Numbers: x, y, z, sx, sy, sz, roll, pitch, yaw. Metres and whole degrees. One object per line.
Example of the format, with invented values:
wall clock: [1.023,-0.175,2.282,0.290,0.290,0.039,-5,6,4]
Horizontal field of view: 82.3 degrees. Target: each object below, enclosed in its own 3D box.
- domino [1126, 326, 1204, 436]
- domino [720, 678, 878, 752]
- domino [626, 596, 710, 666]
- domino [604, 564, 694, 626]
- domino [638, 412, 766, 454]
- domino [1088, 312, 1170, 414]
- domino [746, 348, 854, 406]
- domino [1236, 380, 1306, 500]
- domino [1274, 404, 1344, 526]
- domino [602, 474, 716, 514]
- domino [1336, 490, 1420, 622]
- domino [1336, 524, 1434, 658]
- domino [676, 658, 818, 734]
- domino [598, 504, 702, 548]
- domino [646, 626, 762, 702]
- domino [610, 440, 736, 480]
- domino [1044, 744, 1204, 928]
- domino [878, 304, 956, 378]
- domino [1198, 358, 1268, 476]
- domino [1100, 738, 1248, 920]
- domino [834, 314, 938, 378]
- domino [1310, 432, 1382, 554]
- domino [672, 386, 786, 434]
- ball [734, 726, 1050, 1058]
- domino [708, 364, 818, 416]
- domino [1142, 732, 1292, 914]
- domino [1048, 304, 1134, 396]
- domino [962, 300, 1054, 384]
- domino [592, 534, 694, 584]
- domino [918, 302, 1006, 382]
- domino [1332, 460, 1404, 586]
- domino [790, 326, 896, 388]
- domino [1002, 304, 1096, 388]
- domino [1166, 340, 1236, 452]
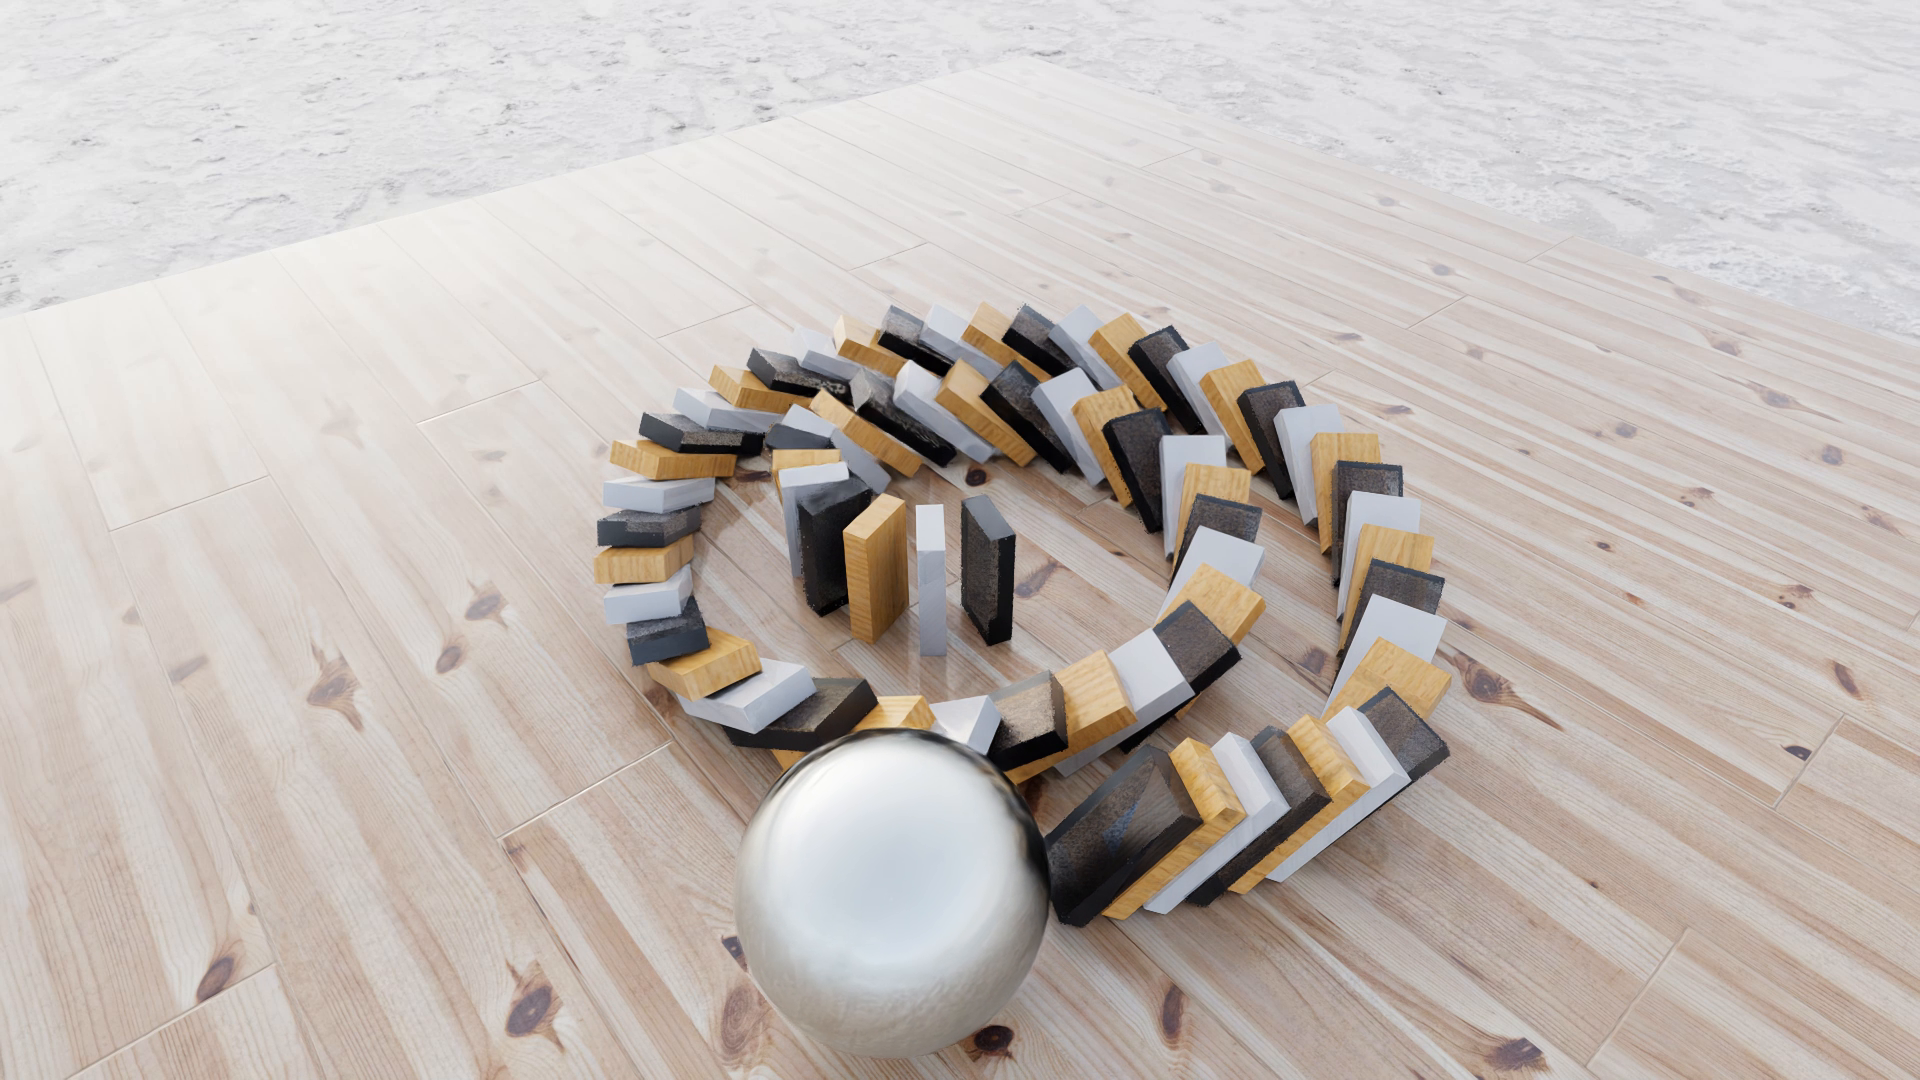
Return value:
domino: [0.104,-0.076,0.517,0.025,0.010,0.050,-27,76,-30]
domino: [-0.053,0.056,0.356,0.050,0.010,0.025,-6,27,44]
domino: [-0.103,0.031,0.386,0.025,0.010,0.050,-13,11,-15]
domino: [-0.113,0.019,0.401,0.025,0.009,0.050,-7,10,-8]
domino: [-0.112,-0.046,0.481,0.025,0.010,0.050,25,16,28]
domino: [0.087,-0.084,0.527,0.025,0.009,0.050,-34,80,-35]
domino: [-0.072,-0.076,0.518,0.050,0.010,0.025,6,28,-43]
domino: [0.143,-0.044,0.479,0.025,0.010,0.050,-13,70,-15]
domino: [0.152,-0.032,0.464,0.025,0.009,0.050,-7,70,-9]
domino: [-0.122,-0.020,0.449,0.025,0.009,0.050,7,10,9]
domino: [0.158,0.007,0.416,0.025,0.010,0.050,9,69,10]
domino: [0.155,0.021,0.400,0.025,0.009,0.050,13,70,15]
domino: [-0.072,0.050,0.364,0.025,0.010,0.050,-33,20,-33]
domino: [-0.121,-0.006,0.433,0.025,0.009,0.050,2,10,2]
domino: [-0.088,0.041,0.374,0.025,0.009,0.050,-25,14,-27]
domino: [-0.121,-0.035,0.467,0.025,0.010,0.050,20,13,23]
domino: [0.044,0.084,0.313,0.009,0.050,0.025,26,26,-34]
domino: [-0.015,-0.095,0.541,0.050,0.009,0.025,25,36,-16]
domino: [0.131,-0.055,0.493,0.025,0.010,0.050,-19,72,-22]
domino: [0.056,0.083,0.315,0.010,0.050,0.025,26,26,-34]
domino: [-0.036,-0.091,0.536,0.050,0.009,0.025,19,32,-25]
domino: [0.159,-0.019,0.448,0.025,0.009,0.050,1,69,1]
domino: [-0.101,-0.057,0.495,0.025,0.009,0.050,32,19,33]
ball: [-0.017,0.088,0.280,0.080,0.080,0.080,0,39,0]
domino: [-0.088,-0.068,0.508,0.050,0.009,0.025,4,28,-46]
domino: [0.068,0.082,0.316,0.010,0.050,0.025,27,25,-35]
domino: [0.069,-0.090,0.535,0.050,0.009,0.025,45,50,4]
domino: [0.027,-0.095,0.541,0.050,0.010,0.025,32,41,-8]
domino: [-0.119,0.006,0.417,0.025,0.009,0.050,-2,10,-2]
domino: [0.005,-0.095,0.541,0.050,0.009,0.025,27,38,-14]
domino: [0.160,-0.006,0.432,0.025,0.009,0.050,5,69,6]
domino: [-0.055,-0.086,0.529,0.050,0.010,0.025,15,30,-32]
domino: [0.046,-0.092,0.538,0.050,0.010,0.025,34,42,-6]
domino: [0.119,-0.066,0.505,0.025,0.009,0.050,-22,73,-25]
